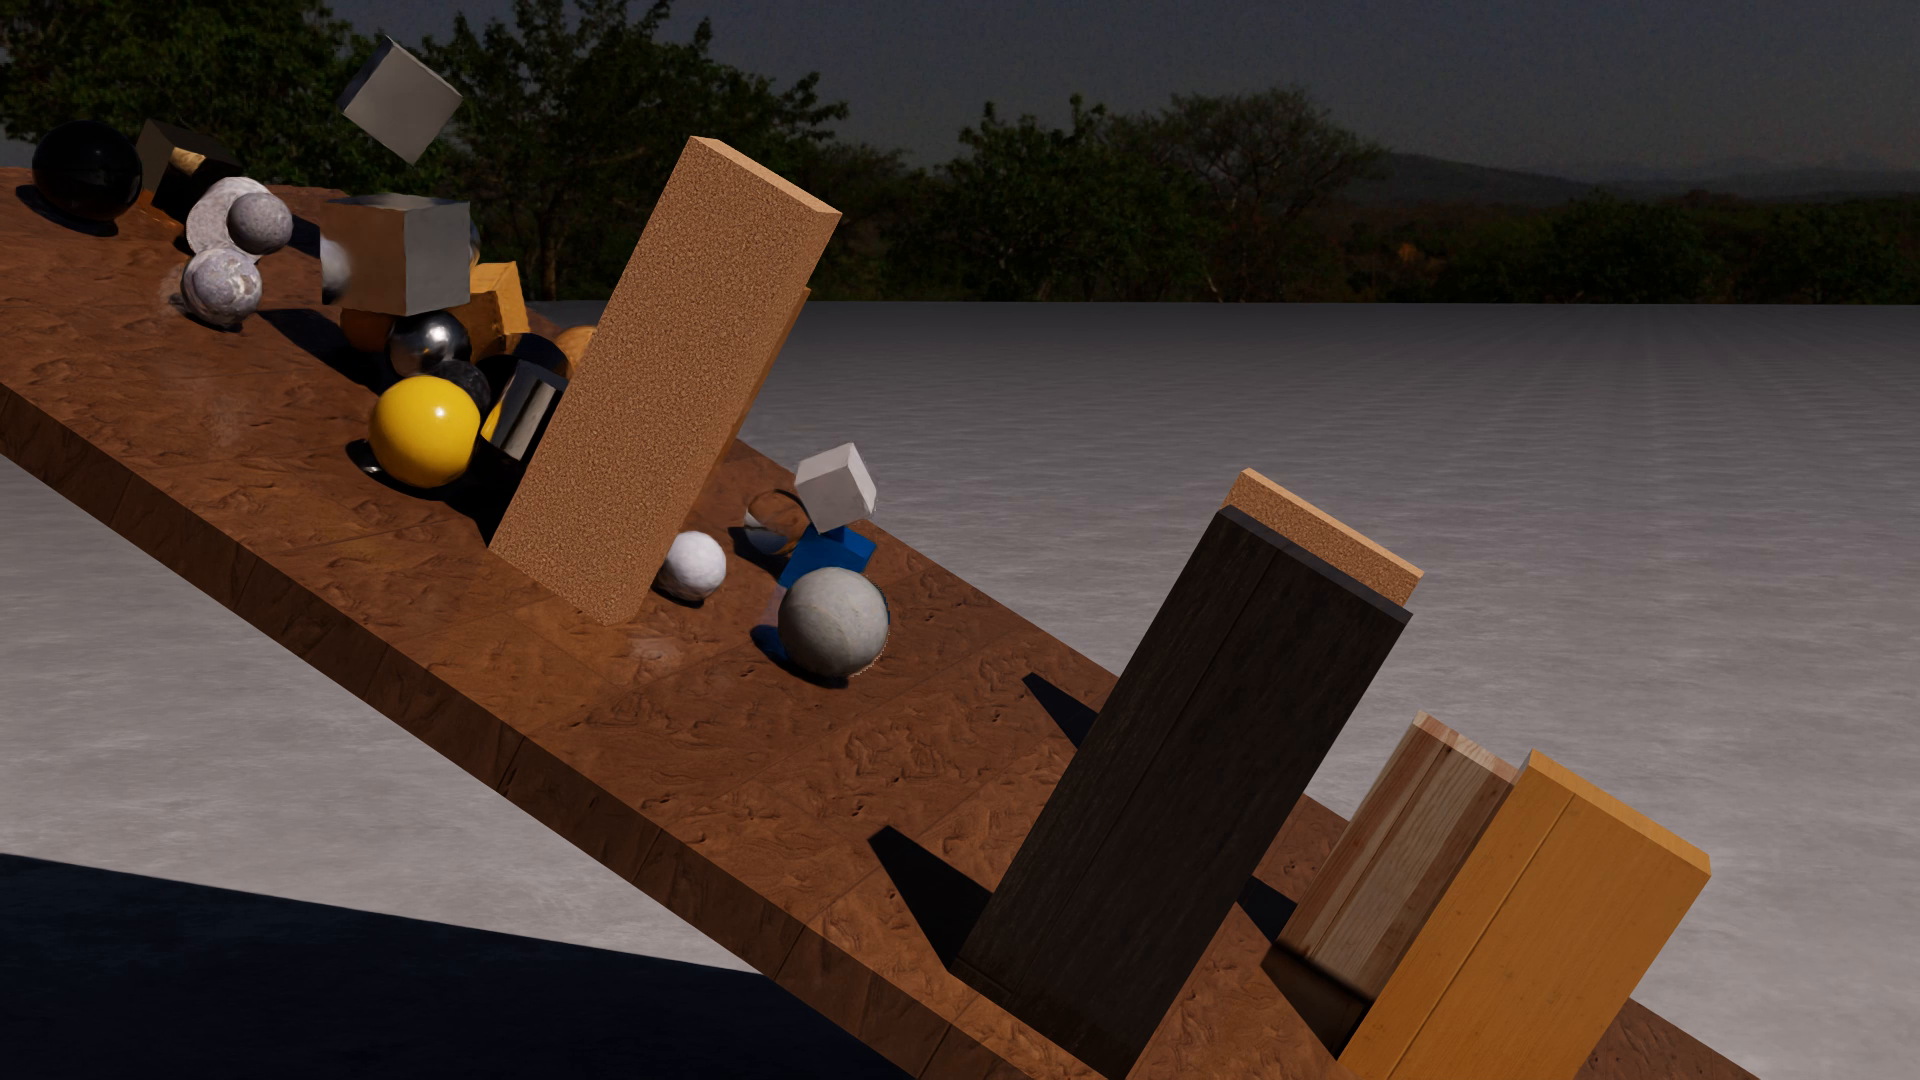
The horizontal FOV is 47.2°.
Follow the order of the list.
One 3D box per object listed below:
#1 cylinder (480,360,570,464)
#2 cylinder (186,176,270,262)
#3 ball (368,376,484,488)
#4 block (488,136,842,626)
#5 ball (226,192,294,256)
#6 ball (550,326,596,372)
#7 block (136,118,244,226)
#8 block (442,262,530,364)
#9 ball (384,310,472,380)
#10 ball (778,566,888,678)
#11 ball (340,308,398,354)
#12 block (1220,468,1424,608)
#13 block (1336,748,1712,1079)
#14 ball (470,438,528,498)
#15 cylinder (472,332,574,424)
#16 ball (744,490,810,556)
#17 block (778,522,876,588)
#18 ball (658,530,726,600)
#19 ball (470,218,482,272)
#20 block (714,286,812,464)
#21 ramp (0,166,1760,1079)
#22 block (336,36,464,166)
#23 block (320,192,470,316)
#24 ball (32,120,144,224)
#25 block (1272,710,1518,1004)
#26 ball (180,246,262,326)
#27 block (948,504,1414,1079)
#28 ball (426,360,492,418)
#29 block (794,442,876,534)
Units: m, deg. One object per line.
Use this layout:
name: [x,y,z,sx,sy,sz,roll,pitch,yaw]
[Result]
cylinder: [-0.744,-0.219,3.851,0.141,0.141,0.141,29,8,-5]
cylinder: [-1.480,-0.646,4.480,0.160,0.160,0.160,-1,21,-9]
ball: [-0.939,-0.190,3.867,0.199,0.199,0.199,0,7,0]
block: [-0.506,-0.264,3.730,0.255,0.799,0.116,32,15,11]
ball: [-1.345,-0.608,4.225,0.123,0.123,0.123,0,7,0]
ball: [-0.792,-0.353,4.685,0.209,0.209,0.209,0,7,0]
block: [-1.630,-0.762,4.604,0.156,0.156,0.156,13,22,-48]
block: [-0.985,-0.452,4.461,0.165,0.165,0.165,-3,28,6]
ball: [-1.026,-0.368,4.242,0.164,0.164,0.164,0,7,0]
ball: [-0.233,0.151,4.028,0.203,0.203,0.203,0,7,0]
ball: [-1.175,-0.439,4.408,0.131,0.131,0.131,0,7,0]
block: [0.568,0.242,4.328,0.395,0.653,0.090,32,15,11]
block: [0.914,0.684,3.587,0.322,0.595,0.133,32,15,11]
ball: [-0.829,-0.155,4.051,0.152,0.152,0.152,0,7,0]
cylinder: [-0.871,-0.286,4.313,0.204,0.204,0.204,0,17,-2]
ball: [-0.377,-0.035,4.528,0.137,0.137,0.137,0,7,0]
block: [-0.268,0.048,4.455,0.134,0.134,0.134,29,14,0]
ball: [-0.493,0.048,4.041,0.129,0.129,0.129,0,7,0]
ball: [-1.030,-0.589,4.379,0.152,0.152,0.152,0,7,0]
block: [-0.559,-0.428,4.906,0.265,0.446,0.103,32,15,11]
ramp: [-0.195,0.321,4.133,4.000,0.100,2.000,32,15,11]
block: [-1.200,-0.941,4.707,0.180,0.180,0.180,37,4,-27]
block: [-1.080,-0.550,4.213,0.197,0.197,0.197,9,17,23]
ball: [-1.680,-0.709,4.236,0.200,0.200,0.200,0,7,0]
block: [0.857,0.618,3.928,0.387,0.484,0.131,32,15,11]
ball: [-1.383,-0.475,4.119,0.146,0.146,0.146,0,7,0]
block: [0.306,0.366,3.128,0.297,0.789,0.103,32,15,11]
ball: [-0.920,-0.265,4.013,0.129,0.129,0.129,0,7,0]
block: [-0.247,-0.104,4.379,0.116,0.116,0.116,-20,23,12]
